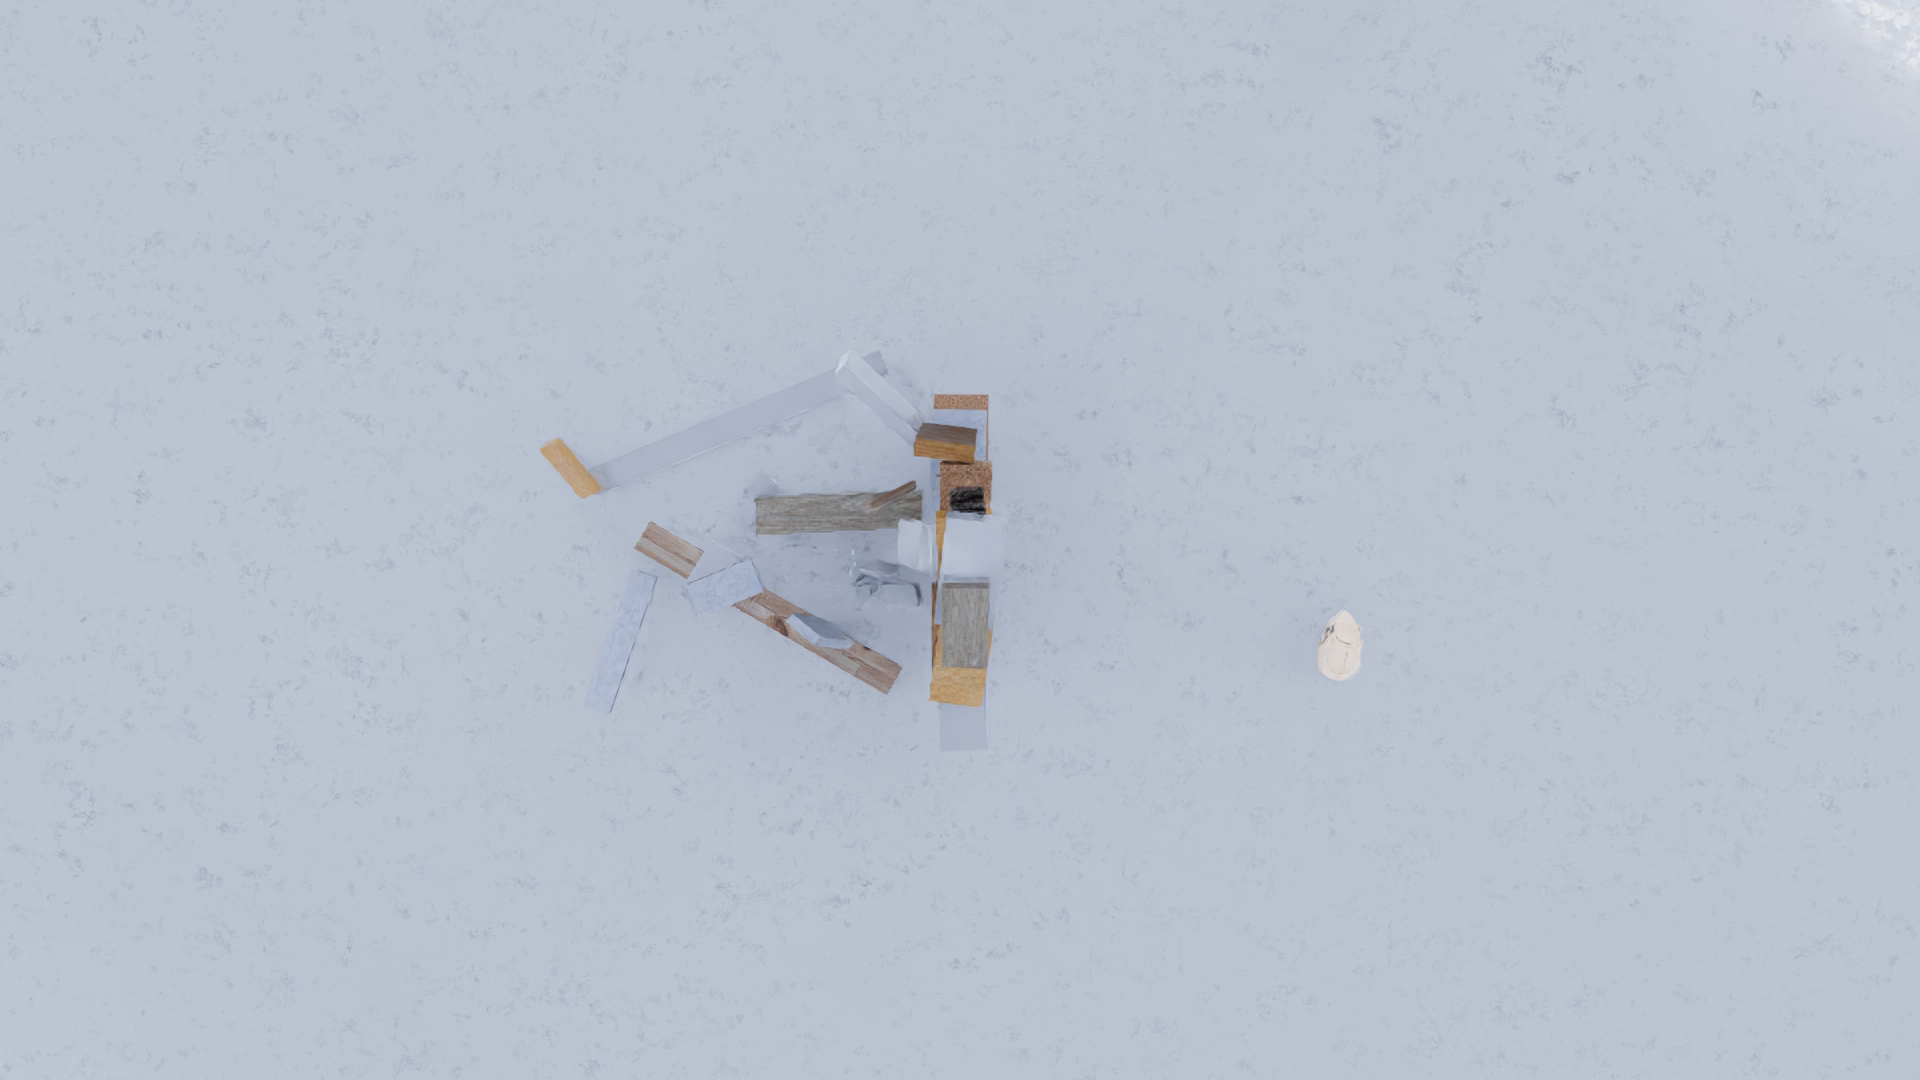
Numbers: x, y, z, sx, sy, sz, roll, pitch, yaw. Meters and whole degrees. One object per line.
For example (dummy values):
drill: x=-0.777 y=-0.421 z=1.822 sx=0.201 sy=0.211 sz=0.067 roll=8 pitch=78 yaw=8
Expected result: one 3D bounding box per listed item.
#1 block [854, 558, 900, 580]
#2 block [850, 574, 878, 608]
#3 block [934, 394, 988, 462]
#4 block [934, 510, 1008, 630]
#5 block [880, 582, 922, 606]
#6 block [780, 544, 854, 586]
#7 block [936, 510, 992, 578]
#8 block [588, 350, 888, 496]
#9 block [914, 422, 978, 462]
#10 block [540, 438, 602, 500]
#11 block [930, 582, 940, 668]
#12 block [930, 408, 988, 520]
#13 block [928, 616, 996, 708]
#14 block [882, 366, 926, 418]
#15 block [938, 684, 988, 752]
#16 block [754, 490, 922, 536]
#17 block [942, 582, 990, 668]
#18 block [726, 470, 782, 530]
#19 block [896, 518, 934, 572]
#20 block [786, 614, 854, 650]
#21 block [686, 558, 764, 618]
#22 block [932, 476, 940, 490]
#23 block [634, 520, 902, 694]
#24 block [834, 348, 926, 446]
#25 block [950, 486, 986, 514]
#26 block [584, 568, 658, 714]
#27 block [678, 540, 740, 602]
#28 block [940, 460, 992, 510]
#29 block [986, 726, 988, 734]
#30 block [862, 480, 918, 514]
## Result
block: x=-0.272 y=0.095 z=5.451 sx=0.148 sy=0.074 sz=0.021 roll=9 pitch=115 yaw=-9
block: x=-0.316 y=0.157 z=5.420 sx=0.021 sy=0.148 sz=0.074 roll=-5 pitch=110 yaw=23
block: x=0.003 y=-0.282 z=5.138 sx=0.169 sy=0.048 sz=0.338 roll=1 pitch=90 yaw=0
block: x=0.027 y=0.081 z=4.338 sx=0.158 sy=0.045 sz=0.317 roll=6 pitch=118 yaw=-2
block: x=-0.192 y=0.177 z=5.435 sx=0.148 sy=0.021 sz=0.074 roll=1 pitch=110 yaw=40
block: x=-0.476 y=0.084 z=5.484 sx=0.230 sy=0.033 sz=0.115 roll=5 pitch=90 yaw=0
block: x=0.015 y=0.054 z=4.418 sx=0.146 sy=0.041 sz=0.292 roll=-1 pitch=123 yaw=2
block: x=-0.735 y=-0.390 z=5.487 sx=1.049 sy=0.026 sz=0.091 roll=-22 pitch=90 yaw=0
block: x=-0.036 y=-0.270 z=4.524 sx=0.158 sy=0.453 sz=0.045 roll=7 pitch=100 yaw=0
block: x=-1.271 y=-0.232 z=5.388 sx=0.212 sy=0.106 sz=0.030 roll=52 pitch=53 yaw=-17
block: x=-0.008 y=0.258 z=4.641 sx=0.146 sy=0.041 sz=0.292 roll=0 pitch=114 yaw=-1
block: x=-0.005 y=-0.218 z=4.774 sx=0.158 sy=0.045 sz=0.317 roll=1 pitch=90 yaw=0
block: x=0.006 y=0.306 z=4.488 sx=0.146 sy=0.041 sz=0.292 roll=8 pitch=109 yaw=-1
block: x=-0.191 y=-0.474 z=5.474 sx=0.091 sy=0.026 sz=0.182 roll=-23 pitch=99 yaw=0
block: x=0.007 y=0.494 z=5.017 sx=0.143 sy=0.041 sz=0.286 roll=-2 pitch=89 yaw=0
block: x=-0.401 y=-0.091 z=5.466 sx=0.548 sy=0.035 sz=0.122 roll=-3 pitch=96 yaw=-2
block: x=0.015 y=0.227 z=4.369 sx=0.122 sy=0.035 sz=0.244 roll=1 pitch=118 yaw=2
block: x=-0.684 y=-0.133 z=5.487 sx=0.091 sy=0.026 sz=0.182 roll=41 pitch=90 yaw=0
block: x=-0.122 y=0.011 z=4.464 sx=0.035 sy=0.244 sz=0.122 roll=2 pitch=95 yaw=-16
block: x=-0.442 y=0.294 z=5.262 sx=0.115 sy=0.399 sz=0.033 roll=39 pitch=93 yaw=13
block: x=-0.772 y=0.157 z=5.420 sx=0.230 sy=0.033 sz=0.115 roll=-22 pitch=96 yaw=2
block: x=-0.004 y=-0.154 z=4.616 sx=0.135 sy=0.271 sz=0.038 roll=6 pitch=93 yaw=0
block: x=-0.636 y=0.226 z=5.485 sx=0.970 sy=0.030 sz=0.106 roll=30 pitch=90 yaw=0
block: x=-0.236 y=-0.428 z=4.947 sx=0.317 sy=0.158 sz=0.045 roll=43 pitch=110 yaw=-16
block: x=0.024 y=-0.057 z=4.307 sx=0.086 sy=0.024 sz=0.172 roll=-4 pitch=118 yaw=4
block: x=-1.127 y=0.338 z=5.488 sx=0.086 sy=0.024 sz=0.481 roll=19 pitch=90 yaw=0
block: x=-0.829 y=0.116 z=5.450 sx=0.106 sy=0.030 sz=0.212 roll=32 pitch=95 yaw=0
block: x=0.013 y=-0.077 z=4.417 sx=0.135 sy=0.038 sz=0.271 roll=2 pitch=110 yaw=0
block: x=0.009 y=0.473 z=5.108 sx=0.143 sy=0.041 sz=0.286 roll=-1 pitch=72 yaw=0
block: x=-0.226 y=-0.138 z=5.342 sx=0.172 sy=0.086 sz=0.024 roll=-29 pitch=88 yaw=-24
